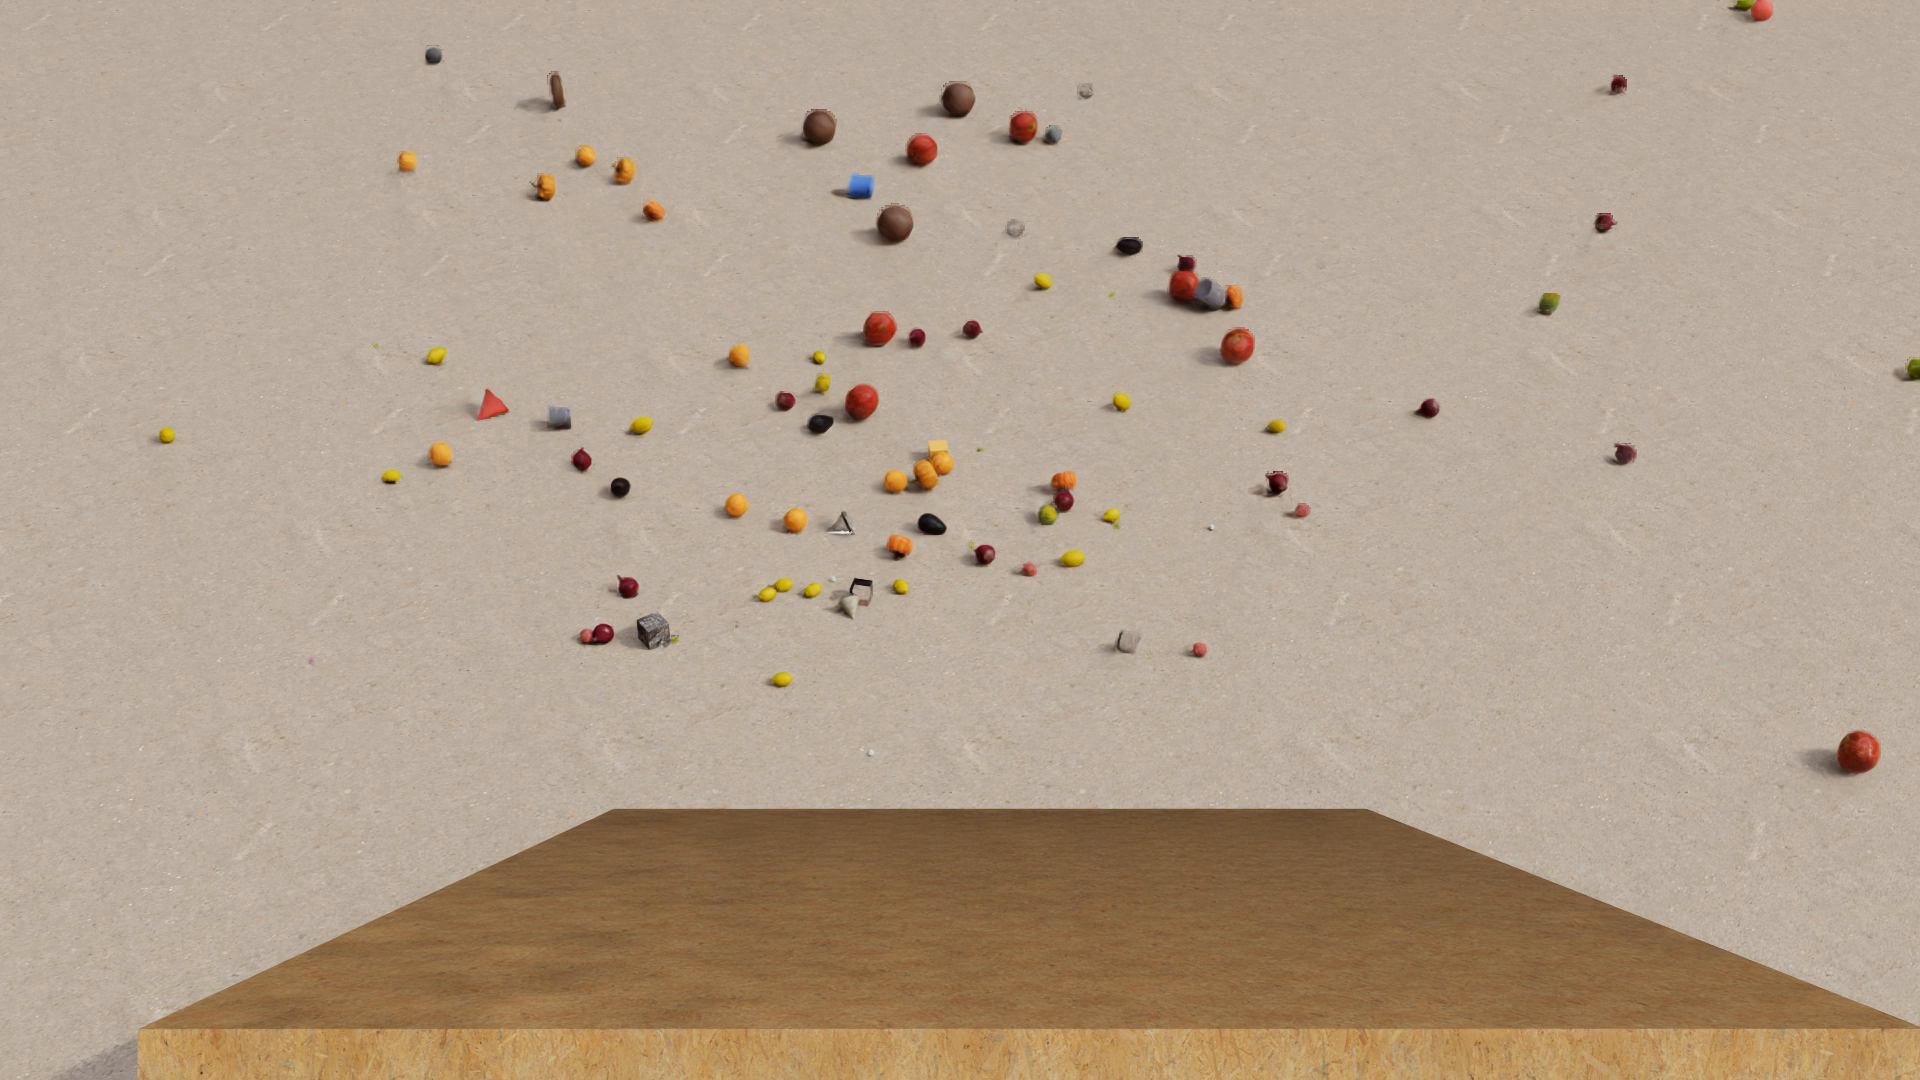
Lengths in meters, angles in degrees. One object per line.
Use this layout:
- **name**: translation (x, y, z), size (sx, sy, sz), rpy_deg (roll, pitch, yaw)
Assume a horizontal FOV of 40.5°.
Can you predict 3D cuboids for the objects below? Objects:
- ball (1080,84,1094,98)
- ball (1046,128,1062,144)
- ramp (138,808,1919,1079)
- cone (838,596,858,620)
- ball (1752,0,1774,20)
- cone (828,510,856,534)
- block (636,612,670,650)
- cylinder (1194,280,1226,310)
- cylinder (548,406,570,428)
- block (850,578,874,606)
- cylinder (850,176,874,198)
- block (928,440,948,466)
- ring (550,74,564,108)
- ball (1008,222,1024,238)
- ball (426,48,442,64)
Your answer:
- **ball**: translation (0.502, -1.785, 10.359), size (0.056, 0.056, 0.056), rpy_deg (0, 37, 0)
- **ball**: translation (0.362, -1.565, 10.060), size (0.060, 0.060, 0.060), rpy_deg (0, 37, 0)
- **ramp**: translation (0.080, 0.680, 4.906), size (2.000, 0.100, 4.000), rpy_deg (0, -2, 0)
- **cone**: translation (-0.322, 0.208, 7.694), size (0.064, 0.064, 0.064), rpy_deg (-11, 65, -14)
- **ball**: translation (3.372, -2.226, 10.926), size (0.090, 0.090, 0.090), rpy_deg (0, 37, 0)
- **cone**: translation (-0.376, -0.040, 8.023), size (0.078, 0.078, 0.078), rpy_deg (-26, 36, 10)
- **block**: translation (-0.893, 0.265, 7.583), size (0.069, 0.069, 0.069), rpy_deg (-22, 42, -27)
- **cylinder**: translation (0.870, -0.852, 9.051), size (0.081, 0.081, 0.081), rpy_deg (-28, 46, 33)
- **cylinder**: translation (-1.306, -0.400, 8.482), size (0.067, 0.067, 0.067), rpy_deg (-5, 37, -7)
- **block**: translation (-0.294, 0.156, 7.742), size (0.056, 0.056, 0.056), rpy_deg (8, 37, 10)
- **cylinder**: translation (-0.368, -1.318, 9.712), size (0.077, 0.077, 0.077), rpy_deg (4, 37, 5)
- **block**: translation (-0.069, -0.279, 8.327), size (0.058, 0.058, 0.058), rpy_deg (-4, 37, -5)
- **ring**: translation (-1.590, -1.773, 10.267), size (0.045, 0.134, 0.134), rpy_deg (-10, 38, -7)
- **ball**: translation (0.202, -1.129, 9.473), size (0.058, 0.058, 0.058), rpy_deg (0, 37, 0)
- **ball**: translation (-2.146, -1.975, 10.605), size (0.068, 0.068, 0.068), rpy_deg (0, 37, 0)
